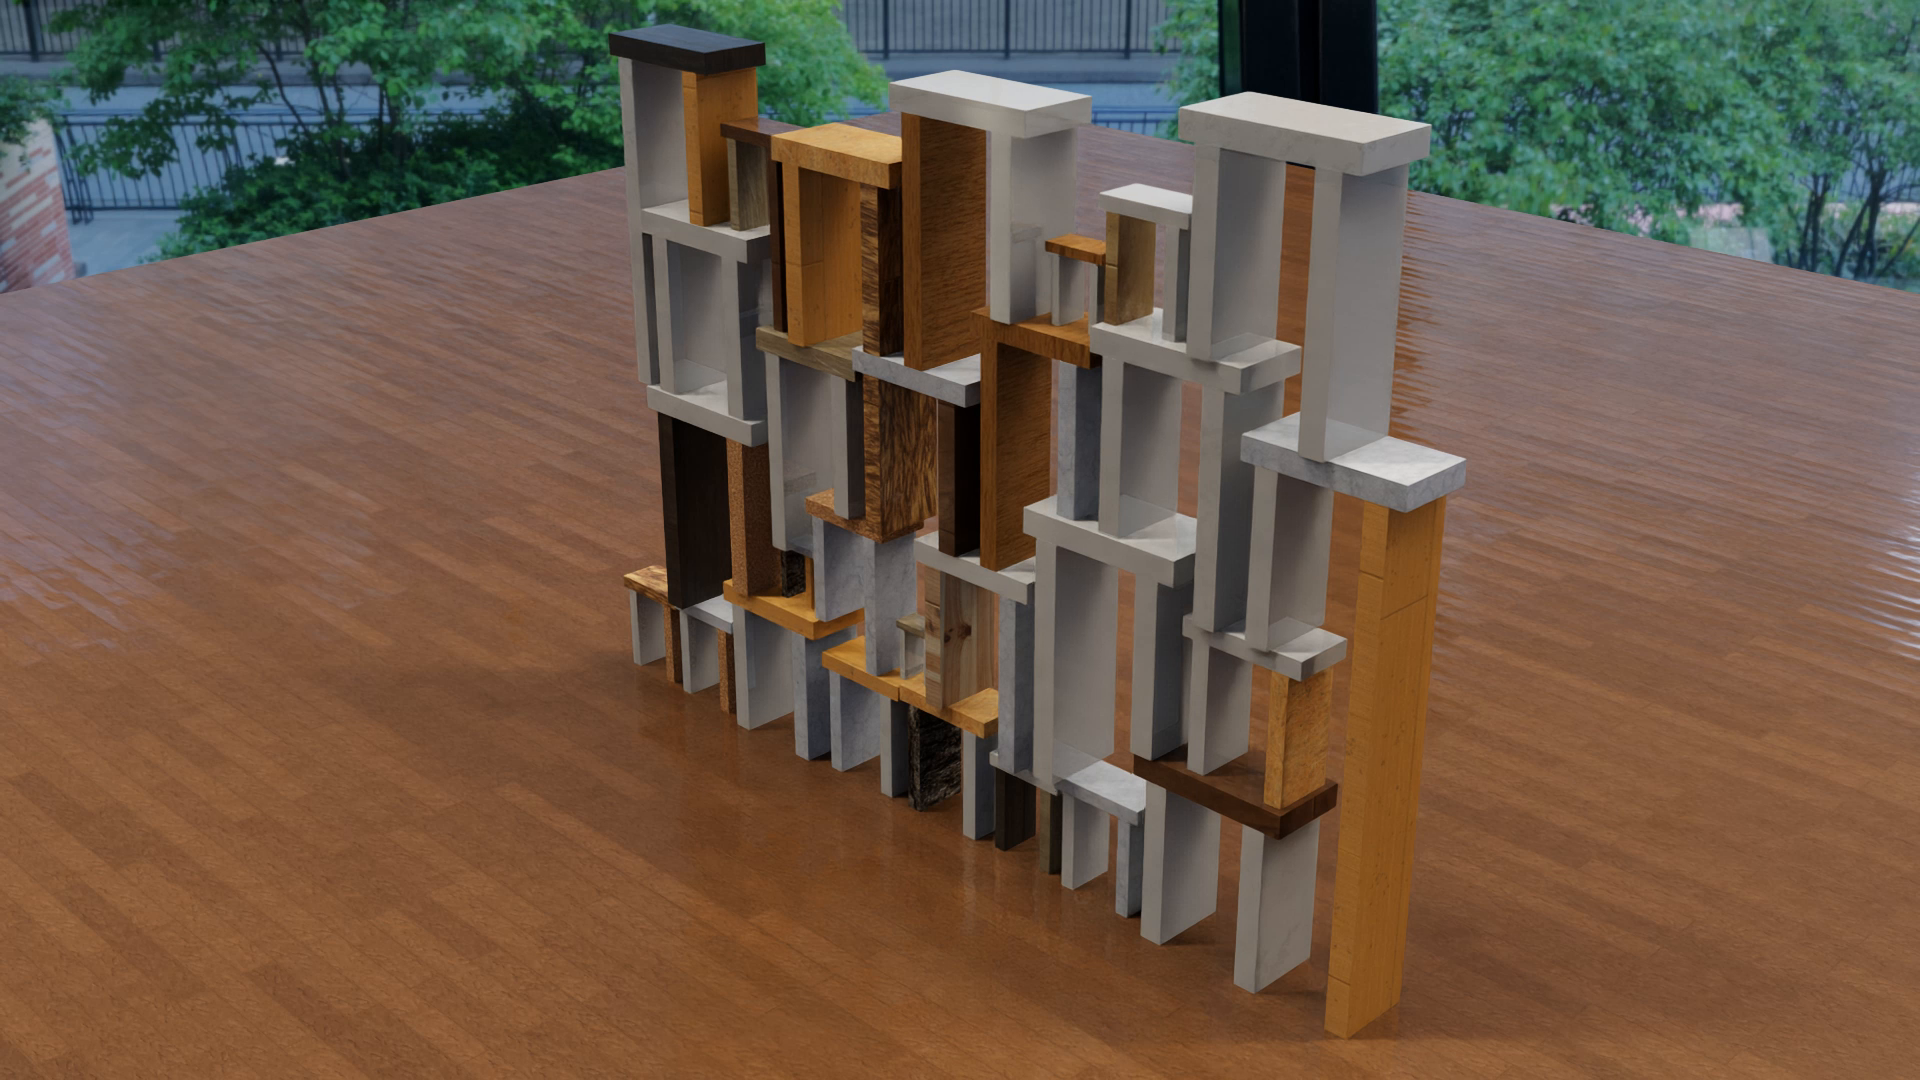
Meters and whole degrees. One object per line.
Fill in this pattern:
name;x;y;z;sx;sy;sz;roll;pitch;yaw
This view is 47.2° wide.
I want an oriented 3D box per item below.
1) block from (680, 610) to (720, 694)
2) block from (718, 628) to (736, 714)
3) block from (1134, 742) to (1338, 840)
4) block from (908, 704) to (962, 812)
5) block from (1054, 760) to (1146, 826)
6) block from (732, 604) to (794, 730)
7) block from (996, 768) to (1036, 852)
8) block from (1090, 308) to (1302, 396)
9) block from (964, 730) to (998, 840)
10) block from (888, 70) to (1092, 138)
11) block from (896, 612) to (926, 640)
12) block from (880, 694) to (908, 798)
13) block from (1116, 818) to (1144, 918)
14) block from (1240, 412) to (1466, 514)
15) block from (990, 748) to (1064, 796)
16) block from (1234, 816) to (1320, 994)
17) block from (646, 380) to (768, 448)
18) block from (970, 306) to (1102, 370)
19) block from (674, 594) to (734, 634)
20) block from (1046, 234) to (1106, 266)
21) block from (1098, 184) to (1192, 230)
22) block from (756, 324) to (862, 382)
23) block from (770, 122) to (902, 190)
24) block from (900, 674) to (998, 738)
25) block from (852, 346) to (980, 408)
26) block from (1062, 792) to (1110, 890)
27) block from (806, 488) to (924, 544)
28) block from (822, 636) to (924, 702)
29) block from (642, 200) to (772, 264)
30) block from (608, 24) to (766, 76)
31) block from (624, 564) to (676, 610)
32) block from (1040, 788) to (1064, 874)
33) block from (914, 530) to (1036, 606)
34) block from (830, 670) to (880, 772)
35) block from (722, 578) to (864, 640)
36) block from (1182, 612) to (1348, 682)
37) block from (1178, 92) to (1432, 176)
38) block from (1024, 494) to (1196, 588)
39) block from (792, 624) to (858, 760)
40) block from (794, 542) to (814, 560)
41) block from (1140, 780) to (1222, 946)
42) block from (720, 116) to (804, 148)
block;-0.578;0.237;4.947;0.028;0.199;0.099;21;31;40
block;-0.485;0.274;4.861;0.028;0.199;0.099;21;31;41
block;0.483;0.420;3.876;0.326;0.046;0.163;21;31;41
block;-0.051;0.423;4.463;0.033;0.236;0.118;21;31;41
block;0.286;0.466;4.098;0.205;0.029;0.103;21;31;41
block;-0.421;0.254;4.789;0.041;0.291;0.145;21;31;41
block;0.110;0.514;4.321;0.025;0.179;0.090;21;31;41
block;0.390;-0.318;3.664;0.321;0.046;0.161;21;31;40
block;0.060;0.466;4.361;0.033;0.236;0.118;21;31;41
block;0.050;-0.764;3.845;0.333;0.047;0.166;21;31;41
block;-0.073;0.174;4.380;0.103;0.015;0.051;21;31;40
block;-0.111;0.404;4.517;0.114;0.229;0.032;-21;31;-41
block;0.337;0.592;4.102;0.029;0.205;0.103;21;31;41
block;0.623;-0.128;3.497;0.160;0.045;0.319;-21;31;-41
block;0.152;0.436;4.242;0.090;0.025;0.179;-21;31;-41
block;0.560;0.622;3.878;0.046;0.326;0.163;21;31;41
block;-0.485;-0.282;4.633;0.344;0.049;0.172;21;31;41
block;0.170;-0.369;3.878;0.144;0.041;0.287;-21;31;-41
block;-0.532;0.151;4.859;0.199;0.028;0.099;21;31;40
block;0.216;-0.500;3.777;0.130;0.018;0.065;21;32;40
block;0.333;-0.550;3.625;0.193;0.027;0.096;21;31;41
block;-0.252;-0.382;4.341;0.147;0.042;0.293;-21;31;-40
block;-0.185;-0.722;4.120;0.163;0.046;0.326;-21;31;-40
block;0.005;0.320;4.359;0.236;0.033;0.118;21;31;41
block;-0.044;-0.323;4.127;0.152;0.043;0.304;-21;31;-40
block;0.240;0.555;4.190;0.103;0.205;0.029;-21;31;-41
block;-0.192;-0.054;4.415;0.114;0.032;0.228;-21;31;-40
block;-0.165;0.263;4.515;0.114;0.032;0.229;-21;31;-40
block;-0.478;-0.635;4.480;0.337;0.048;0.168;21;31;41
block;-0.548;-0.983;4.400;0.306;0.043;0.153;21;31;41
block;-0.669;0.106;4.997;0.187;0.027;0.094;21;31;41
block;0.194;0.547;4.243;0.025;0.179;0.090;21;31;41
block;0.070;0.039;4.164;0.149;0.042;0.298;-21;31;-41
block;-0.218;0.362;4.616;0.114;0.229;0.032;-21;31;-41
block;-0.353;0.128;4.661;0.291;0.041;0.145;21;31;41
block;0.515;0.164;3.730;0.126;0.036;0.252;-21;31;-41
block;0.526;-0.627;3.380;0.174;0.049;0.348;-21;31;-41
block;0.298;-0.013;3.888;0.346;0.049;0.173;21;31;40
block;-0.284;0.308;4.663;0.041;0.291;0.145;21;31;41
block;-0.320;0.009;4.574;0.115;0.016;0.058;21;31;40
block;0.406;0.562;4.020;0.046;0.326;0.163;21;31;41
block;-0.373;-0.793;4.288;0.092;0.026;0.184;-21;31;-40
